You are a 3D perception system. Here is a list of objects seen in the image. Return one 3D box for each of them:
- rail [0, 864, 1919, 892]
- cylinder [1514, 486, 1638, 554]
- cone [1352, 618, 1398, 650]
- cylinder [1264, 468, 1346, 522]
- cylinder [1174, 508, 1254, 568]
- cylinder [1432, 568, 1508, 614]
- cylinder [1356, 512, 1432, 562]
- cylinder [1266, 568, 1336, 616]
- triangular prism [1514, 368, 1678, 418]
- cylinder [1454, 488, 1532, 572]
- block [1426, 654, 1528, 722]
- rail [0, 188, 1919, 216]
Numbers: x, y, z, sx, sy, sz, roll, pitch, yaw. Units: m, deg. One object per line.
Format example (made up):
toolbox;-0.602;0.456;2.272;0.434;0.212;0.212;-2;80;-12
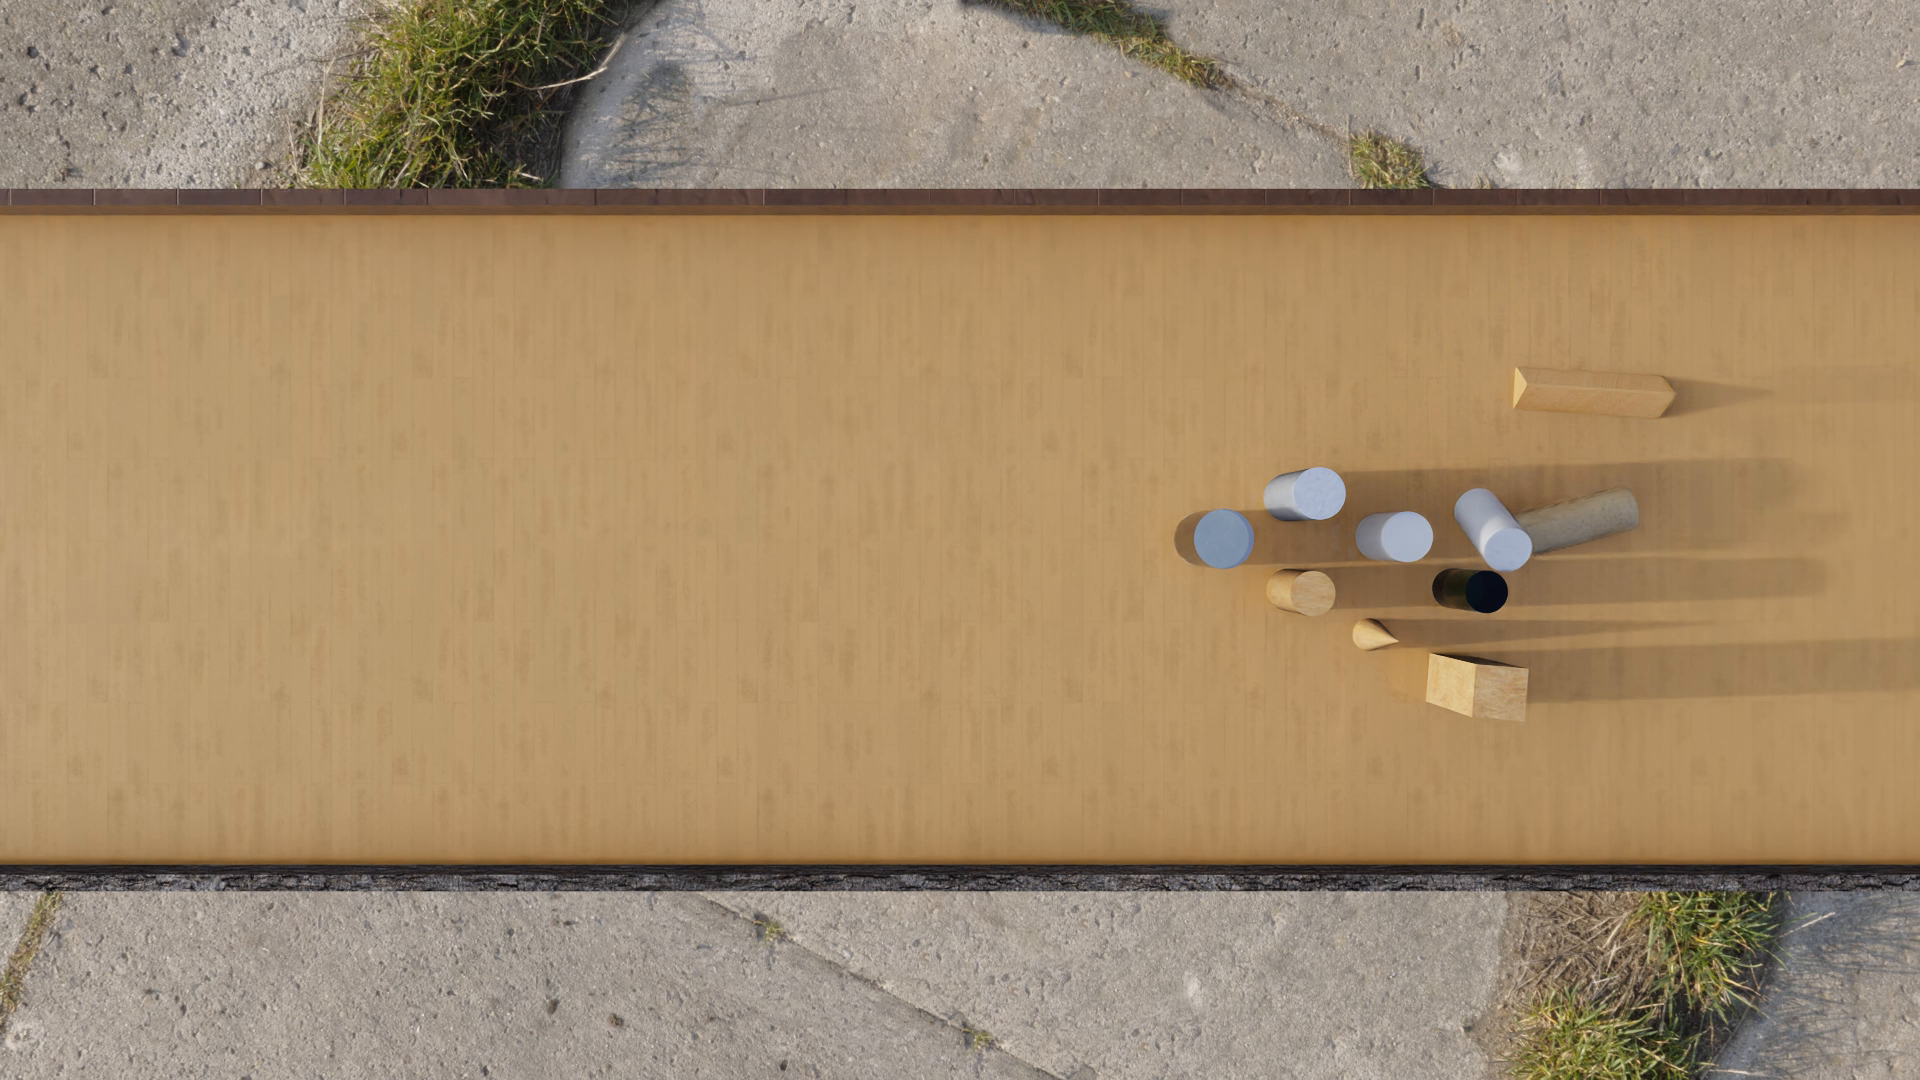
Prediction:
rail;-2.247;1.025;5.001;12.000;0.150;0.050;0;90;0
cylinder;1.857;-0.055;5.012;0.363;0.129;0.129;-15;90;0
cone;1.259;0.291;4.903;0.101;0.346;0.101;0;90;0
cylinder;1.008;-0.131;4.851;0.148;0.452;0.148;0;90;0
cylinder;0.743;-0.003;4.860;0.170;0.432;0.170;0;90;0
cylinder;1.515;0.149;4.911;0.124;0.332;0.124;0;90;0
cylinder;1.289;-0.009;4.913;0.146;0.326;0.146;0;90;0
cylinder;1.008;0.153;4.893;0.129;0.366;0.129;0;90;0
triangular prism;1.933;-0.454;5.019;0.456;0.110;0.127;4;90;0
cylinder;1.583;-0.032;4.907;0.139;0.311;0.139;0;113;0
block;1.514;0.428;4.849;0.148;0.455;0.148;5;90;0
rail;-2.247;-1.025;5.002;12.000;0.150;0.050;0;90;0
